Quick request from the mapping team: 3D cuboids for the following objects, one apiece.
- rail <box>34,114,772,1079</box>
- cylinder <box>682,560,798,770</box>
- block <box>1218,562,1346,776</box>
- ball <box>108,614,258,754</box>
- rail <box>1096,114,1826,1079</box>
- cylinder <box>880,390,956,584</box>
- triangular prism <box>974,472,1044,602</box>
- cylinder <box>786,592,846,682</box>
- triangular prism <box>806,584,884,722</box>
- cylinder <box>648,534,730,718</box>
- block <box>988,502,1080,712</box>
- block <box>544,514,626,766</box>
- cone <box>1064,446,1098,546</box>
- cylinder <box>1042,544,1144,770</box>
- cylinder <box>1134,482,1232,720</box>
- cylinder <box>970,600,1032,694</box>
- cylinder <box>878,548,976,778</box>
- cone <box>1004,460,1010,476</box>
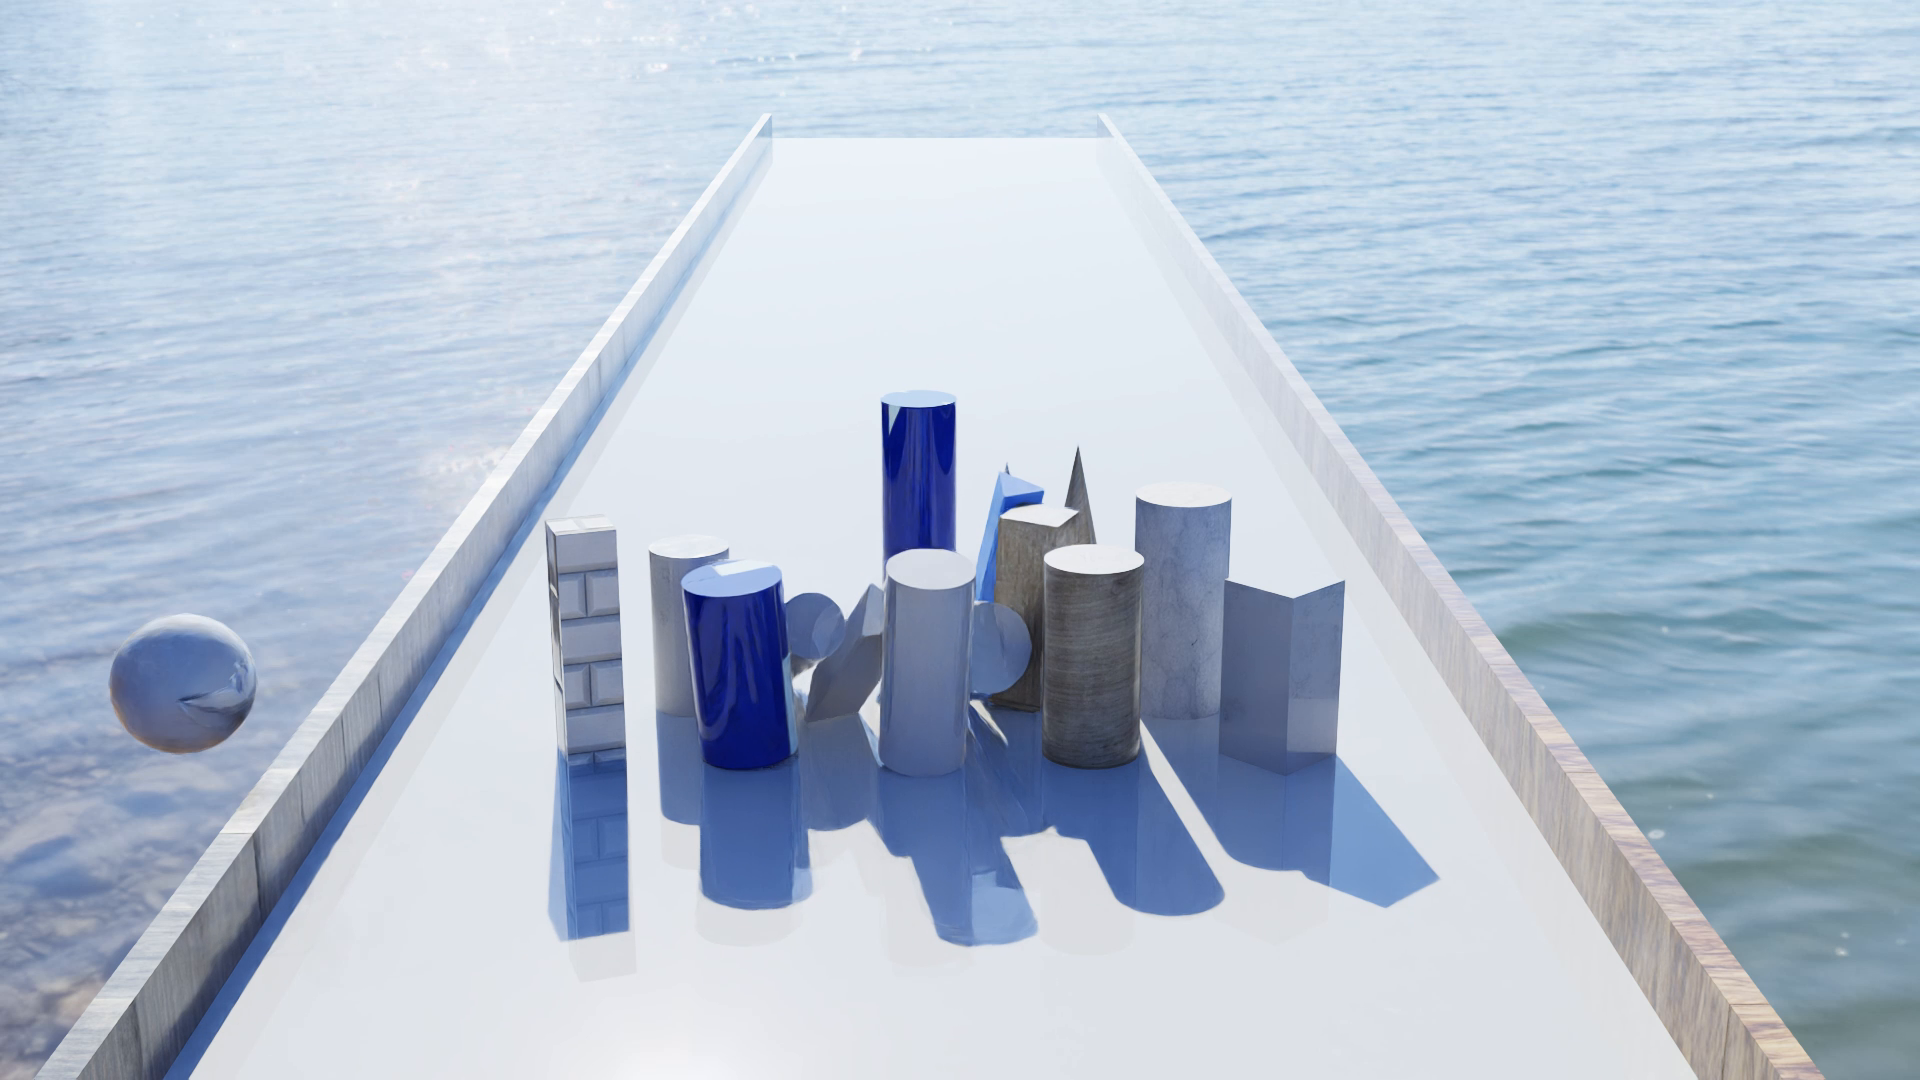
[{"bbox_3d":[-1.118,-0.838,7.780,0.050,0.150,12.000,0,17,-1],"label":"rail"},{"bbox_3d":[-0.387,0.220,3.885,0.176,0.329,0.176,-3,20,1],"label":"cylinder"},{"bbox_3d":[0.569,0.226,3.894,0.149,0.327,0.149,-16,23,-42],"label":"block"},{"bbox_3d":[-1.263,0.234,3.580,0.229,0.229,0.229,0,17,0],"label":"ball"},{"bbox_3d":[0.932,-0.844,7.801,0.050,0.150,12.000,0,17,-1],"label":"rail"},{"bbox_3d":[-0.090,-0.108,4.853,0.167,0.419,0.167,0,17,0],"label":"cylinder"},{"bbox_3d":[0.060,0.063,4.285,0.096,0.406,0.083,-10,37,-35],"label":"triangular prism"},{"bbox_3d":[-0.315,0.191,4.109,0.124,0.124,0.346,-6,-11,-18],"label":"cylinder"},{"bbox_3d":[-0.198,0.203,4.003,0.112,0.329,0.097,-9,63,-30],"label":"triangular prism"},{"bbox_3d":[-0.505,0.161,4.140,0.150,0.312,0.150,0,17,0],"label":"cylinder"},{"bbox_3d":[0.139,0.127,4.146,0.116,0.368,0.116,10,19,21],"label":"block"},{"bbox_3d":[-0.661,0.177,3.887,0.105,0.425,0.105,-6,18,-20],"label":"block"},{"bbox_3d":[0.233,0.019,4.392,0.174,0.440,0.174,0,17,0],"label":"cone"},{"bbox_3d":[0.234,0.206,3.900,0.175,0.361,0.175,0,17,0],"label":"cylinder"},{"bbox_3d":[0.414,0.113,4.124,0.177,0.413,0.177,0,17,0],"label":"cylinder"},{"bbox_3d":[-0.025,0.190,4.125,0.164,0.164,0.423,-7,3,-21],"label":"cylinder"},{"bbox_3d":[-0.058,0.214,3.823,0.155,0.369,0.155,3,26,-1],"label":"cylinder"},{"bbox_3d":[0.098,-0.003,4.641,0.144,0.340,0.144,0,17,0],"label":"cone"}]
